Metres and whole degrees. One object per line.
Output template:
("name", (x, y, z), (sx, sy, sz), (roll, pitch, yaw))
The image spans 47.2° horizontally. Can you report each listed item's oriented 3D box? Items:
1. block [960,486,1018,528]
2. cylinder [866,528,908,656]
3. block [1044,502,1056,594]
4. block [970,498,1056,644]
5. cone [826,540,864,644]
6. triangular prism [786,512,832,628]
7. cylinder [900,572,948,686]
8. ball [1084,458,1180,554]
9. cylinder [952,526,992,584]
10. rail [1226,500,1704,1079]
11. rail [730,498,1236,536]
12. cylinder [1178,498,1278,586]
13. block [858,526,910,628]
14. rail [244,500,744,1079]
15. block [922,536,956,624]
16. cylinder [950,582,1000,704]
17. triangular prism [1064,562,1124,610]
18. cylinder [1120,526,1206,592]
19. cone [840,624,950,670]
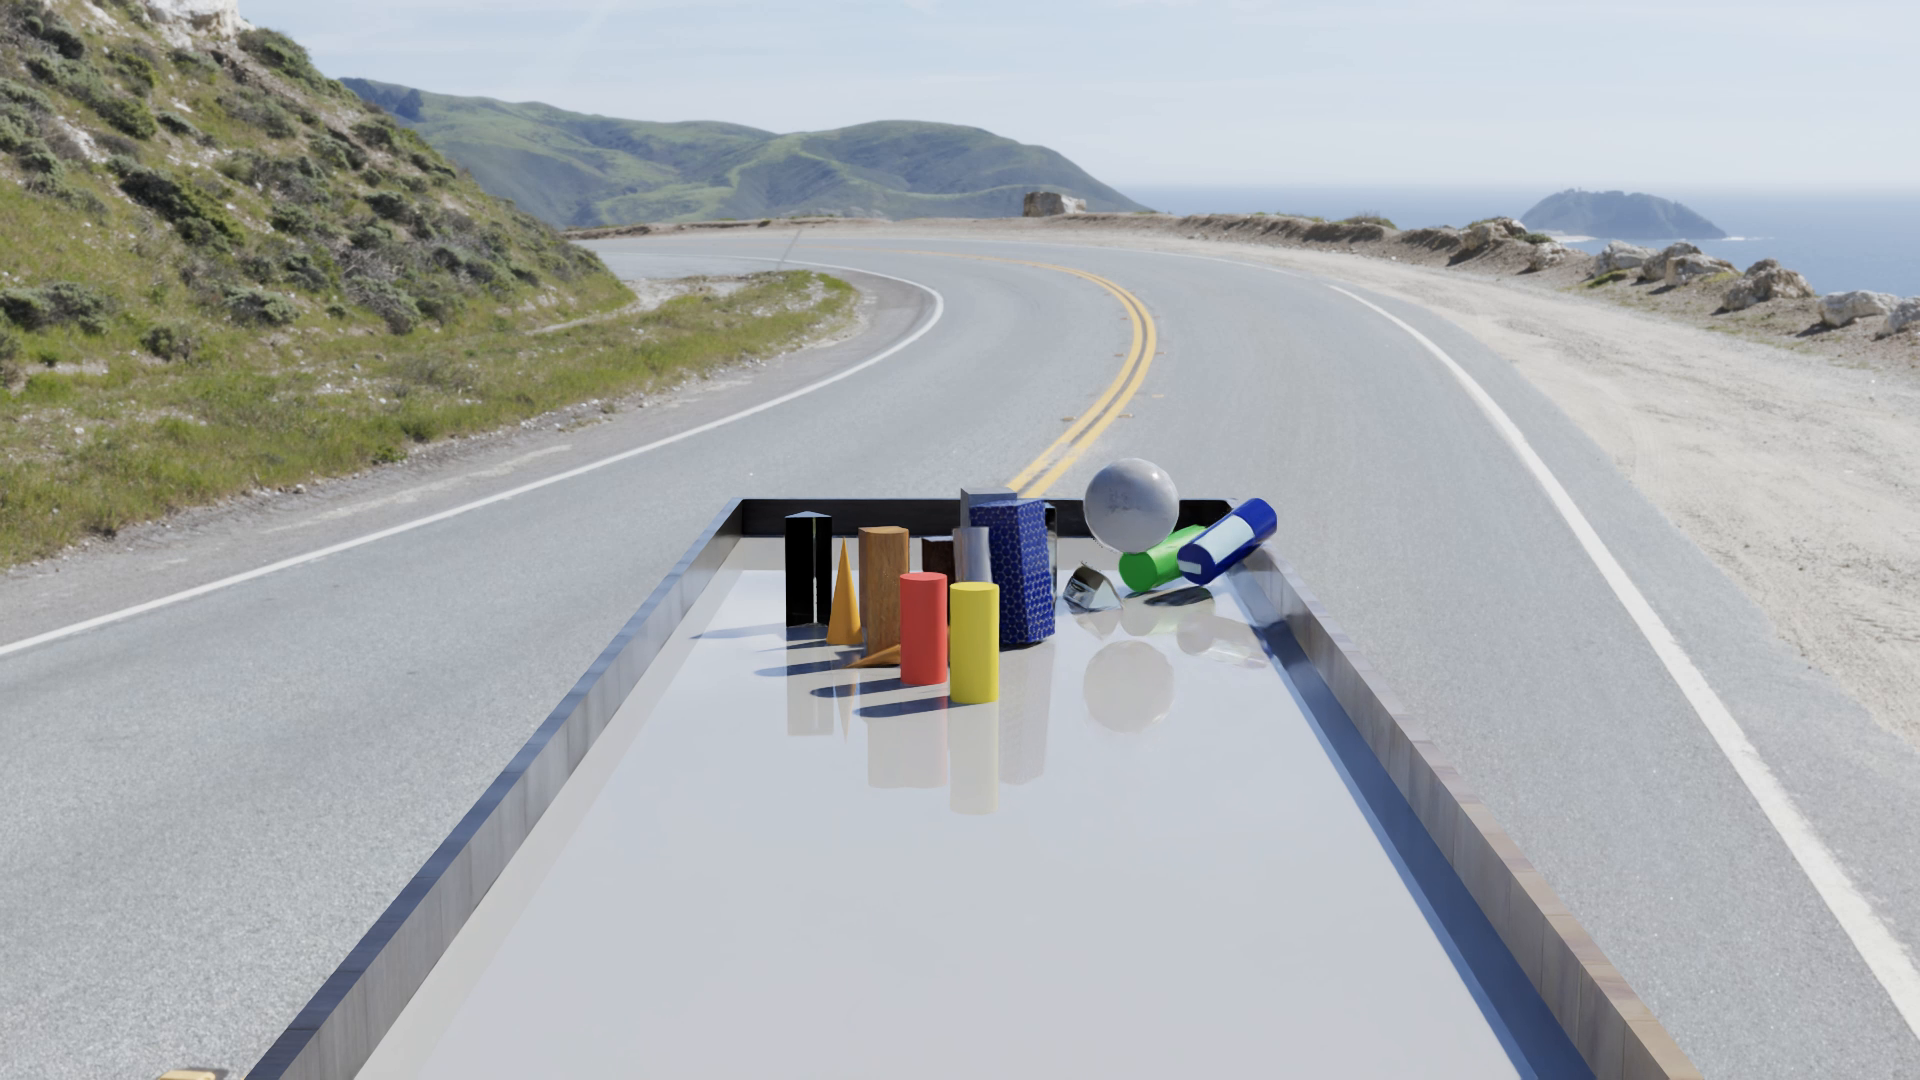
("block", (0.093, 0.063, 7.162), (0.158, 0.454, 0.158), (-2, 9, -10))
("cylinder", (-0.220, 0.166, 6.701), (0.128, 0.395, 0.128), (0, 9, 0))
("block", (0.239, 0.030, 7.833), (0.171, 0.309, 0.171), (-2, 9, -11))
("block", (0.166, 0.098, 6.957), (0.173, 0.433, 0.173), (-1, 7, 31))
("cone", (-0.366, 0.152, 6.957), (0.119, 0.342, 0.119), (0, 9, 0))
("triangular prism", (-0.499, 0.095, 7.244), (0.150, 0.365, 0.130), (-1, 9, -5))
("cylinder", (-0.106, 0.257, 6.402), (0.137, 0.308, 0.137), (0, 9, 0))
("ball", (0.600, -0.119, 7.695), (0.336, 0.336, 0.336), (0, 9, 0))
("cylinder", (0.045, 0.151, 6.808), (0.114, 0.374, 0.114), (-4, -5, 0))
("rail", (1.046, 0.843, 3.208), (0.050, 0.150, 12.000), (0, 9, 1))
("rail", (0.099, -0.098, 9.147), (2.100, 0.150, 0.050), (0, 9, 1))
("cylinder", (0.954, 0.004, 7.827), (0.160, 0.160, 0.413), (8, 28, 40))
("block", (-0.249, 0.125, 7.201), (0.134, 0.320, 0.134), (-3, 9, -18))
("rail", (-1.004, 0.839, 3.234), (0.050, 0.150, 12.000), (0, 9, 1))
("block", (-0.054, 0.160, 6.928), (0.105, 0.331, 0.105), (-3, 7, -17))
("cylinder", (0.040, 0.287, 6.172), (0.138, 0.321, 0.138), (0, 9, 0))
("triangular prism", (0.463, 0.157, 7.643), (0.129, 0.112, 0.306), (-3, 9, -14))
("cylinder", (0.756, 0.065, 7.971), (0.162, 0.162, 0.400), (7, 16, 38))
("cone", (-0.170, 0.344, 6.643), (0.414, 0.126, 0.126), (-13, 13, -20))
